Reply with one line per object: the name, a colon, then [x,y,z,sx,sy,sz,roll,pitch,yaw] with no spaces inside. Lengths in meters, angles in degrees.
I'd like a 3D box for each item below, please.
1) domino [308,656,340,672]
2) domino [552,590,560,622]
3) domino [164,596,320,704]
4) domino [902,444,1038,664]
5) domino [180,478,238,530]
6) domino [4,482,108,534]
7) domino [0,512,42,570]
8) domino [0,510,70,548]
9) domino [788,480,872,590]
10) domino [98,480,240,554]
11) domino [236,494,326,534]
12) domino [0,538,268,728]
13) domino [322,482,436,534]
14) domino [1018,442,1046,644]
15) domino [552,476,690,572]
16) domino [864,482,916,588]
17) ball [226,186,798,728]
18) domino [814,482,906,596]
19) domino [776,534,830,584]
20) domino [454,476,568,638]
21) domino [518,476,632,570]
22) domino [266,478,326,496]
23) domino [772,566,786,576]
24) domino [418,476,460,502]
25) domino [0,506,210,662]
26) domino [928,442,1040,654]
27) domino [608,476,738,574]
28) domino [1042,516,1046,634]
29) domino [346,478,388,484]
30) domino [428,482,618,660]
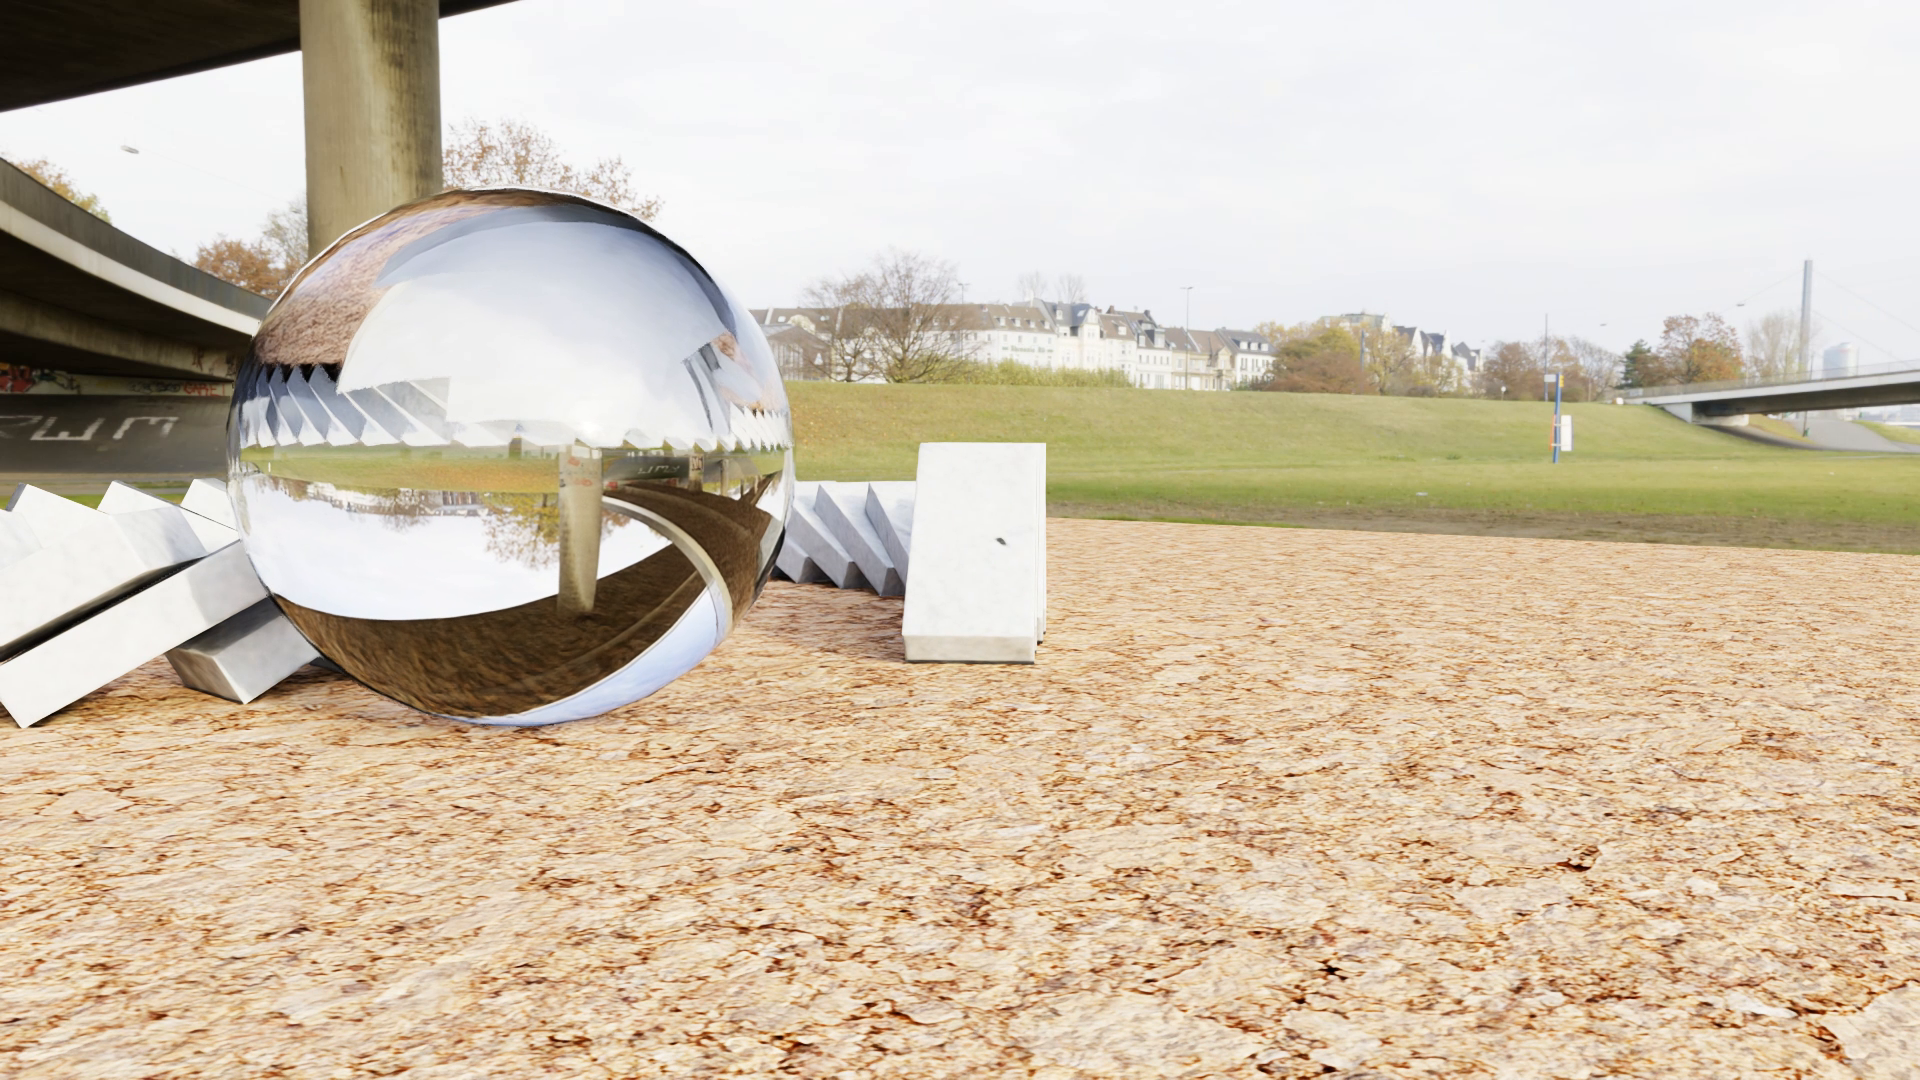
domino: [-0.102,0.007,0.251,0.025,0.010,0.050,5,34,32]
domino: [-0.113,0.003,0.322,0.025,0.010,0.050,4,26,-18]
domino: [-0.114,0.009,0.232,0.025,0.010,0.050,4,33,40]
domino: [0.003,0.002,0.261,0.025,0.050,0.009,0,-40,4]
domino: [-0.230,-0.005,0.430,0.050,0.009,0.025,27,-4,-17]
domino: [-0.265,-0.003,0.398,0.050,0.009,0.025,30,-16,-38]
domino: [-0.169,0.012,0.192,0.050,0.010,0.025,-28,5,1]
domino: [-0.280,-0.001,0.381,0.025,0.010,0.050,4,-21,43]
domino: [-0.038,-0.002,0.397,0.025,0.010,0.050,-3,32,-39]
domino: [-0.249,-0.004,0.415,0.050,0.009,0.025,28,-11,-29]
domino: [-0.163,0.002,0.340,0.050,0.010,0.025,27,12,22]
domino: [-0.127,0.010,0.210,0.050,0.010,0.025,-32,16,-18]
domino: [-0.139,0.002,0.331,0.050,0.010,0.025,35,22,27]
domino: [0.006,0.000,0.287,0.025,0.050,0.010,1,-39,4]
domino: [-0.116,-0.006,0.444,0.050,0.009,0.025,30,15,19]
domino: [-0.008,0.000,0.362,0.025,0.010,0.050,-2,32,-21]
ball: [-0.065,-0.012,0.194,0.080,0.080,0.080,0,4,0]
domino: [-0.022,-0.001,0.380,0.025,0.010,0.050,-3,31,-31]
domino: [-0.055,-0.004,0.412,0.025,0.009,0.050,-4,32,-45]
domino: [-0.106,0.003,0.297,0.025,0.010,0.050,-1,36,-9]
domino: [-0.140,-0.006,0.446,0.050,0.010,0.025,27,9,8]
domino: [-0.208,-0.006,0.438,0.050,0.010,0.025,26,-1,-11]
domino: [-0.074,-0.005,0.426,0.050,0.009,0.025,35,24,32]
domino: [-0.162,-0.006,0.447,0.050,0.010,0.025,27,7,4]
domino: [-0.147,0.012,0.198,0.050,0.010,0.025,-29,10,-8]
domino: [0.004,0.001,0.274,0.025,0.050,0.009,1,-39,4]
domino: [-0.094,-0.006,0.437,0.050,0.009,0.025,33,20,27]
domino: [0.007,-0.001,0.300,0.025,0.050,0.009,0,-40,3]
domino: [-0.185,-0.006,0.444,0.050,0.010,0.025,26,4,-3]
domino: [-0.097,0.005,0.274,0.025,0.009,0.050,3,35,16]
